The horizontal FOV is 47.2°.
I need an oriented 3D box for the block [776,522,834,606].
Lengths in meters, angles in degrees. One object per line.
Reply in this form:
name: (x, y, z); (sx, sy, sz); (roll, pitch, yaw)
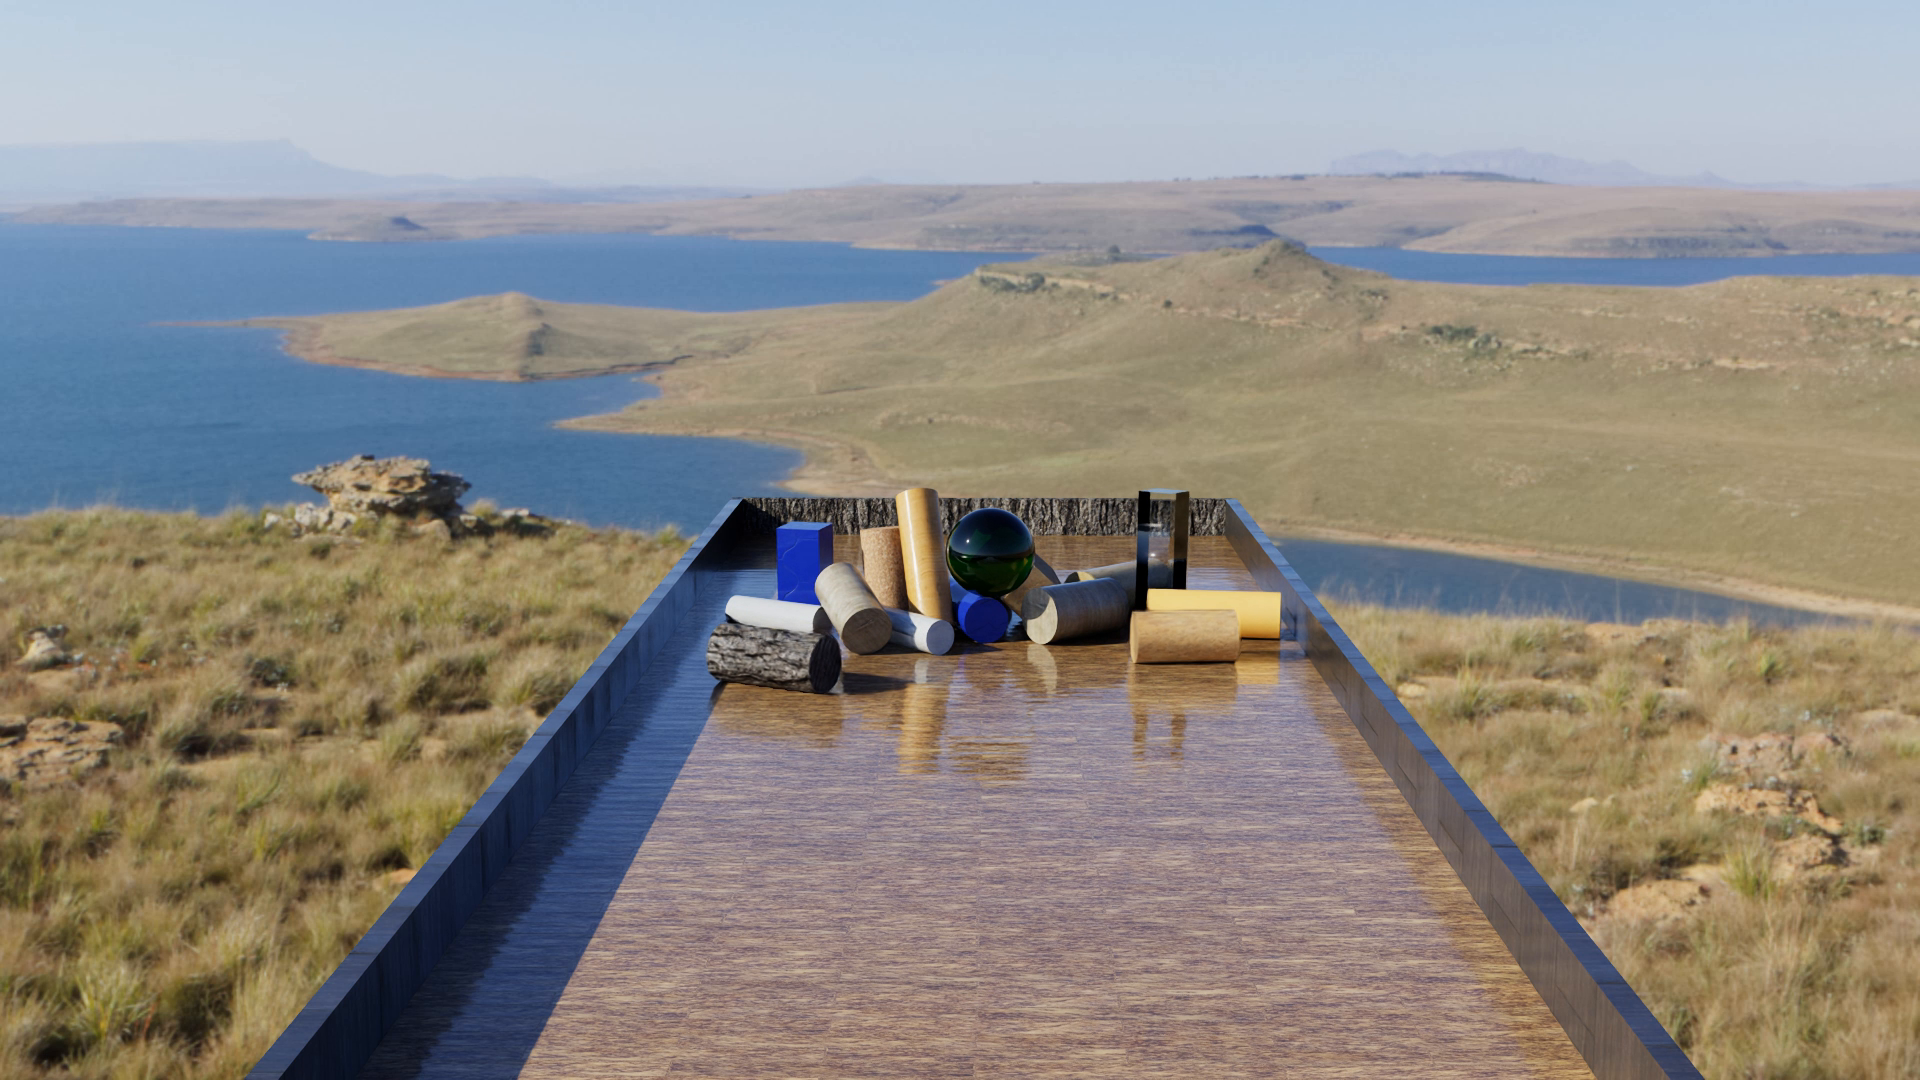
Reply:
block: (-0.507, 0.116, 7.221); (0.144, 0.330, 0.144); (2, 10, 15)

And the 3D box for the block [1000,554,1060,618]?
block: (0.226, 0.147, 7.283); (0.155, 0.155, 0.372); (42, 6, -14)

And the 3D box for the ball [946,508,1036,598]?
ball: (0.096, 0.040, 6.931); (0.284, 0.284, 0.284); (0, 9, 0)

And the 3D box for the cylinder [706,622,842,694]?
cylinder: (-0.536, 0.339, 6.336); (0.358, 0.167, 0.167); (5, 10, 30)

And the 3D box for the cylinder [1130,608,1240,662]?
cylinder: (0.680, 0.290, 6.670); (0.306, 0.159, 0.159); (-1, 9, -5)

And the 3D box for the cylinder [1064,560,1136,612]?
cylinder: (0.546, 0.164, 7.439); (0.168, 0.168, 0.420); (8, 12, 43)

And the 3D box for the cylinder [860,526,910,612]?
cylinder: (-0.234, 0.117, 7.206); (0.161, 0.314, 0.161); (-5, 3, 0)

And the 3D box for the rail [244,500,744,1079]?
rail: (-1.004, 0.839, 3.234); (0.050, 0.150, 12.000); (0, 9, 1)

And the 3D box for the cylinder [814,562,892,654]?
cylinder: (-0.335, 0.212, 6.876); (0.161, 0.161, 0.312); (-3, 27, -19)

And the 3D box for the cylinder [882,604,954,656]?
cylinder: (-0.193, 0.274, 6.933); (0.110, 0.110, 0.431); (-7, 11, -37)

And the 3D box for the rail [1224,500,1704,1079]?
rail: (1.046, 0.843, 3.208); (0.050, 0.150, 12.000); (0, 9, 1)

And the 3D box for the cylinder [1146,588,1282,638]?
cylinder: (0.814, 0.236, 7.047); (0.422, 0.148, 0.148); (2, 9, 10)

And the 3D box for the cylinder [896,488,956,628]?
cylinder: (-0.112, 0.071, 7.065); (0.139, 0.457, 0.139); (-7, -18, -2)

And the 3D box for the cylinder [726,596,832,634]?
cylinder: (-0.586, 0.248, 7.104); (0.353, 0.107, 0.107); (6, 11, 32)

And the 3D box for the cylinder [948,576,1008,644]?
cylinder: (0.019, 0.223, 7.136); (0.146, 0.146, 0.431); (-3, 9, -17)

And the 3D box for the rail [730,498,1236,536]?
rail: (0.099, -0.098, 9.147); (2.100, 0.150, 0.050); (0, 9, 1)

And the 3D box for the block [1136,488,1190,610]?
block: (0.662, 0.059, 7.209); (0.121, 0.442, 0.121); (6, 9, 35)

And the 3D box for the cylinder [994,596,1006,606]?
cylinder: (0.112, 0.183, 7.516); (0.107, 0.107, 0.434); (1, 9, 5)

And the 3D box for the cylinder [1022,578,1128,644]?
cylinder: (0.368, 0.225, 7.020); (0.300, 0.179, 0.179); (-7, 11, -37)
